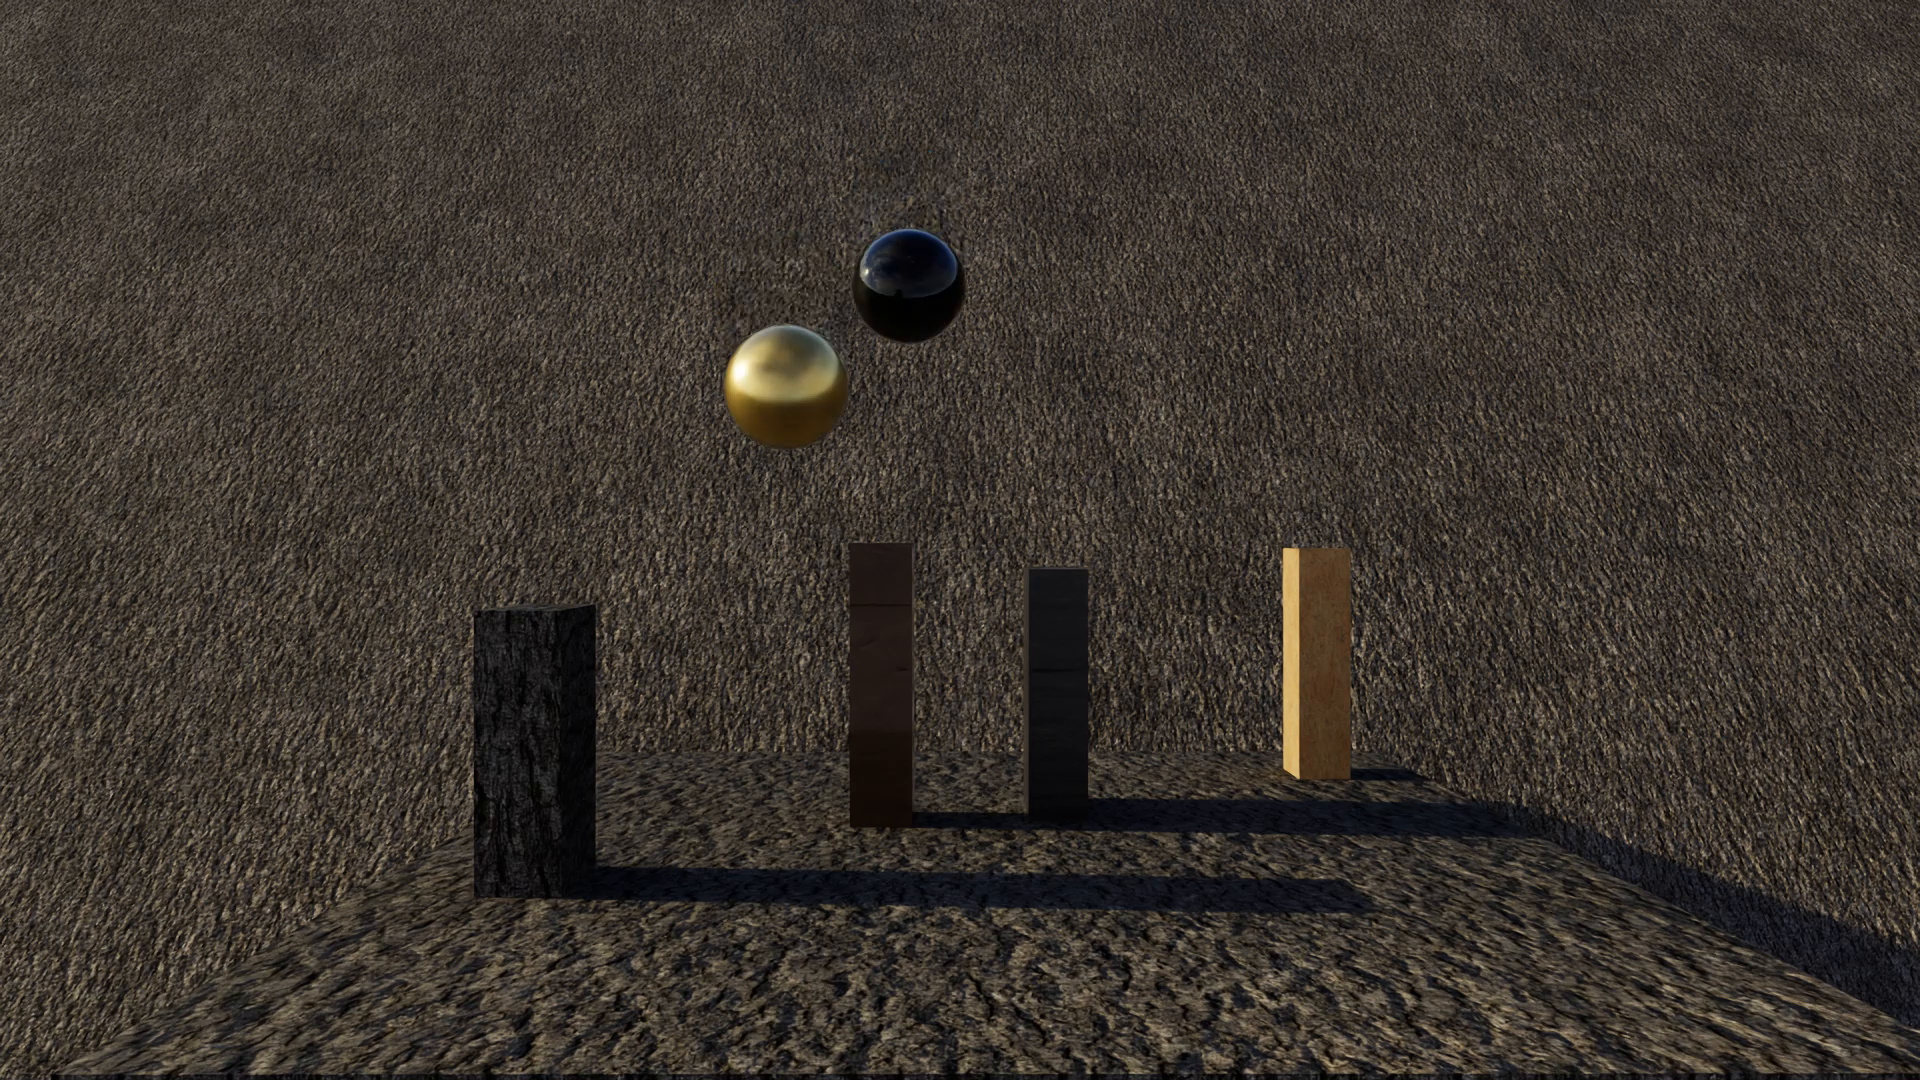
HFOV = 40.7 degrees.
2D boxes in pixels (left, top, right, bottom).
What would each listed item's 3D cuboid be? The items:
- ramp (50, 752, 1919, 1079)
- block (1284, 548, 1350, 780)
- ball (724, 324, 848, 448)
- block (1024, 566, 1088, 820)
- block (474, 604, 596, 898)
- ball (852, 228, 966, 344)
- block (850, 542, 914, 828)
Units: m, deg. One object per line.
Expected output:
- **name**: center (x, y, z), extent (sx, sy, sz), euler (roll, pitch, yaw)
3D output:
- **ramp**: center (0.067, 0.596, 4.652), extent (2.000, 0.100, 4.000), euler (0, 0, 0)
- **block**: center (0.829, 0.282, 6.020), extent (0.117, 0.524, 0.286), euler (0, 0, 0)
- **ball**: center (-0.173, -0.153, 2.581), extent (0.124, 0.124, 0.124), euler (0, 30, 0)
- **block**: center (0.191, 0.301, 5.247), extent (0.115, 0.488, 0.436), euler (0, 0, 0)
- **block**: center (-0.677, 0.327, 4.146), extent (0.134, 0.439, 0.374), euler (0, 0, 0)
- **ball**: center (-0.057, -0.284, 2.892), extent (0.128, 0.128, 0.128), euler (0, 30, 0)
- **block**: center (-0.150, 0.275, 5.053), extent (0.119, 0.540, 0.278), euler (0, 0, 0)
